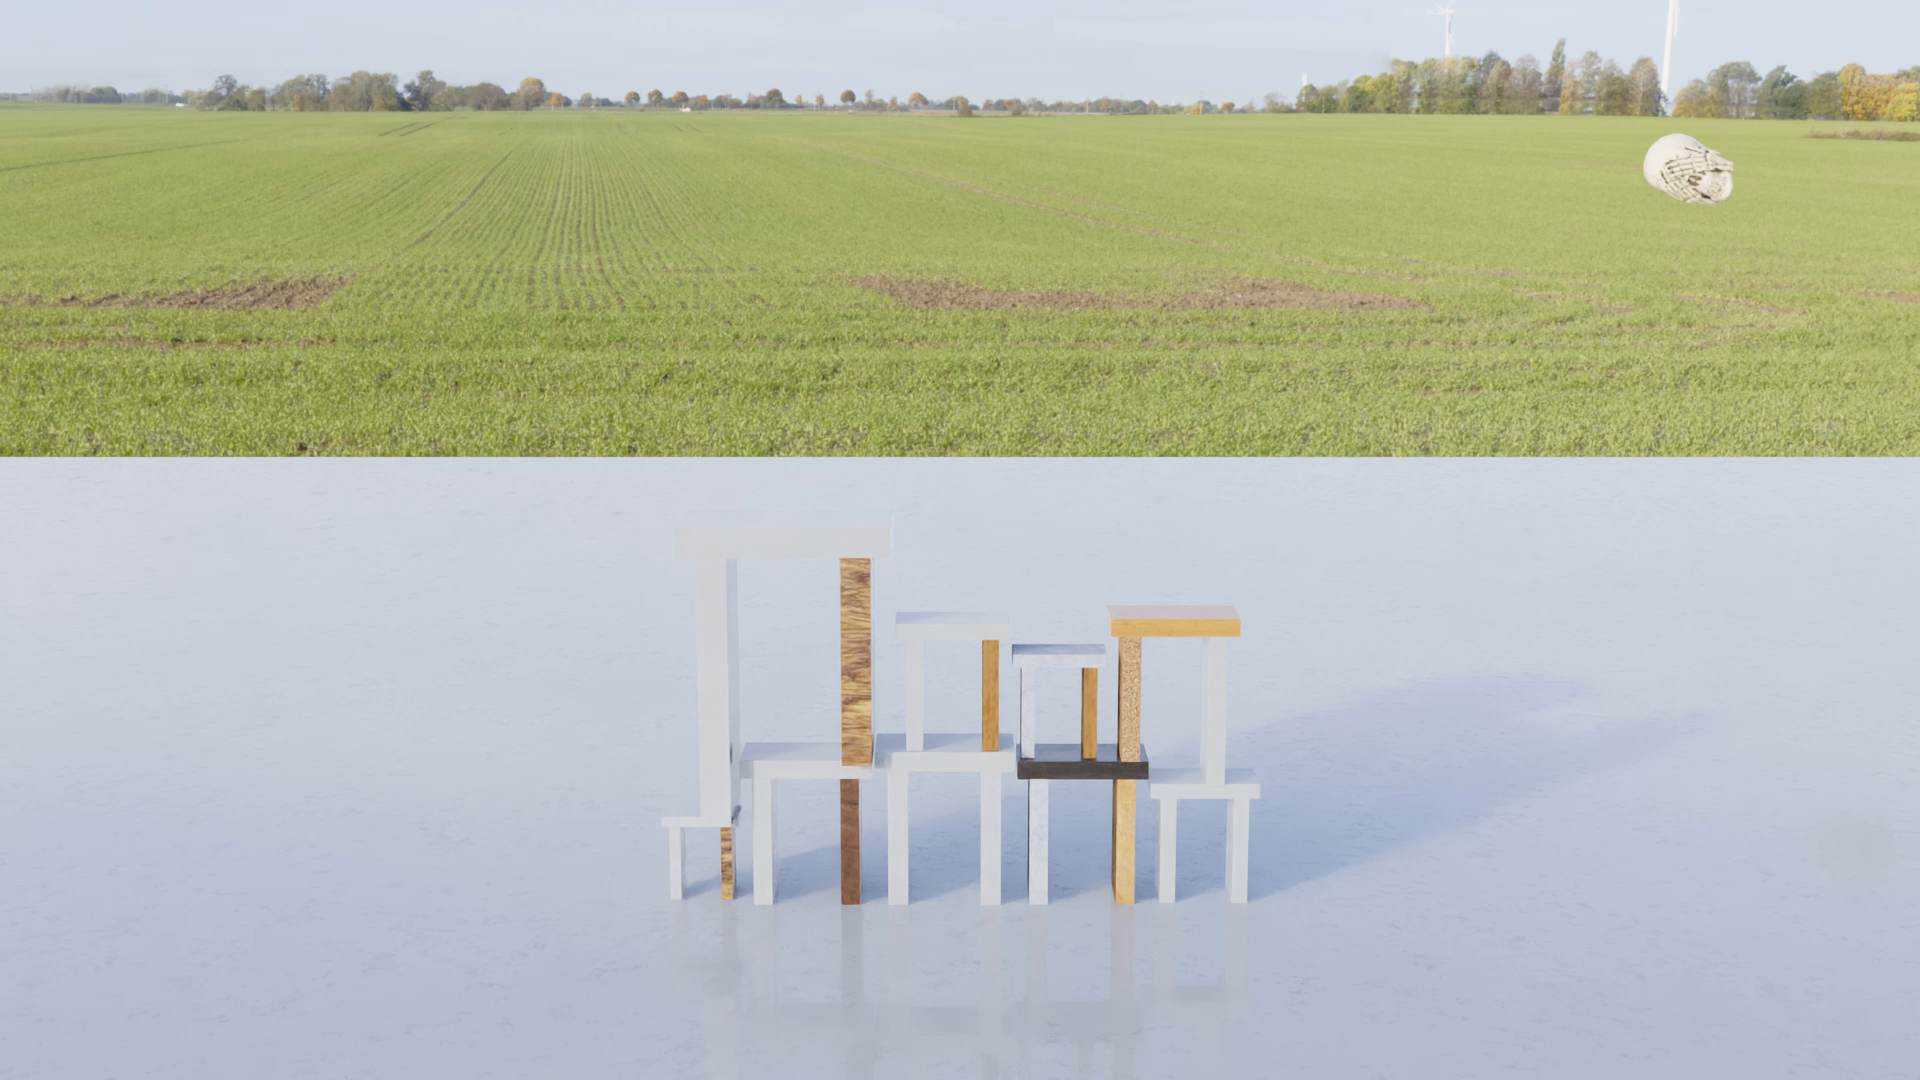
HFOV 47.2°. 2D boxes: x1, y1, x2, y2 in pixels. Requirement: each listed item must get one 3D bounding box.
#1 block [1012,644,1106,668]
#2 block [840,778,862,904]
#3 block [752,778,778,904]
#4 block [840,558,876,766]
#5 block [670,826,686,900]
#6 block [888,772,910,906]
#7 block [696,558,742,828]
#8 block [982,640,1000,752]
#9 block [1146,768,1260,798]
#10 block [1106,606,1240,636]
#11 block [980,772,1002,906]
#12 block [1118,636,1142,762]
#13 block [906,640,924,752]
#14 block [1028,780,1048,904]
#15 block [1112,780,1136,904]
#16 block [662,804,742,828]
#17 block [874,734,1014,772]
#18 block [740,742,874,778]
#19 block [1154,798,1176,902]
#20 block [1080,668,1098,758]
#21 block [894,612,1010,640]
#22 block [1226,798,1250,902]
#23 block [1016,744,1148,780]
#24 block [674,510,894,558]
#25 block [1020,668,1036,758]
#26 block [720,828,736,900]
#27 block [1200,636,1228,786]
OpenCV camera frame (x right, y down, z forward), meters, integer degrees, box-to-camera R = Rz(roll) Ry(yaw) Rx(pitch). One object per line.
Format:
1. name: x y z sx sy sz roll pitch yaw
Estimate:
1. block: 0.162 0.190 3.599 0.152 0.022 0.076 0 11 0
2. block: -0.180 0.484 3.650 0.030 0.215 0.108 0 11 0
3. block: -0.323 0.484 3.650 0.030 0.215 0.108 0 11 0
4. block: -0.166 0.181 3.593 0.048 0.341 0.171 0 11 0
5. block: -0.469 0.528 3.659 0.018 0.126 0.063 0 11 0
6. block: -0.101 0.478 3.650 0.032 0.228 0.114 0 11 0
7. block: -0.394 0.231 3.601 0.048 0.443 0.171 0 11 0
8. block: 0.050 0.244 3.602 0.026 0.185 0.093 0 11 0
9. block: 0.401 0.402 3.635 0.178 0.025 0.089 0 11 0
10. block: 0.347 0.132 3.583 0.208 0.029 0.104 0 11 0
11. block: 0.051 0.478 3.650 0.032 0.228 0.114 0 11 0
12. block: 0.277 0.249 3.604 0.029 0.208 0.104 0 11 0
13. block: -0.074 0.244 3.602 0.026 0.185 0.093 0 11 0
14. block: 0.129 0.485 3.651 0.030 0.213 0.107 0 11 0
15. block: 0.271 0.485 3.651 0.030 0.213 0.107 0 11 0
16. block: -0.427 0.457 3.645 0.126 0.018 0.063 0 11 0
17. block: -0.025 0.350 3.626 0.228 0.032 0.114 0 11 0
18. block: -0.251 0.363 3.627 0.215 0.030 0.108 0 11 0
19. block: 0.342 0.502 3.653 0.025 0.178 0.089 0 11 0
20. block: 0.212 0.275 3.615 0.022 0.152 0.076 0 11 0
21. block: -0.012 0.140 3.583 0.185 0.026 0.093 0 11 0
22. block: 0.460 0.502 3.653 0.025 0.178 0.089 0 11 0
23. block: 0.200 0.365 3.629 0.213 0.030 0.107 0 11 0
24. block: -0.280 -0.010 3.557 0.341 0.048 0.171 0 11 0
25. block: 0.111 0.275 3.615 0.022 0.152 0.076 0 11 0
26. block: -0.385 0.528 3.659 0.018 0.126 0.063 0 11 0
27. block: 0.416 0.268 3.608 0.029 0.248 0.104 0 11 0
